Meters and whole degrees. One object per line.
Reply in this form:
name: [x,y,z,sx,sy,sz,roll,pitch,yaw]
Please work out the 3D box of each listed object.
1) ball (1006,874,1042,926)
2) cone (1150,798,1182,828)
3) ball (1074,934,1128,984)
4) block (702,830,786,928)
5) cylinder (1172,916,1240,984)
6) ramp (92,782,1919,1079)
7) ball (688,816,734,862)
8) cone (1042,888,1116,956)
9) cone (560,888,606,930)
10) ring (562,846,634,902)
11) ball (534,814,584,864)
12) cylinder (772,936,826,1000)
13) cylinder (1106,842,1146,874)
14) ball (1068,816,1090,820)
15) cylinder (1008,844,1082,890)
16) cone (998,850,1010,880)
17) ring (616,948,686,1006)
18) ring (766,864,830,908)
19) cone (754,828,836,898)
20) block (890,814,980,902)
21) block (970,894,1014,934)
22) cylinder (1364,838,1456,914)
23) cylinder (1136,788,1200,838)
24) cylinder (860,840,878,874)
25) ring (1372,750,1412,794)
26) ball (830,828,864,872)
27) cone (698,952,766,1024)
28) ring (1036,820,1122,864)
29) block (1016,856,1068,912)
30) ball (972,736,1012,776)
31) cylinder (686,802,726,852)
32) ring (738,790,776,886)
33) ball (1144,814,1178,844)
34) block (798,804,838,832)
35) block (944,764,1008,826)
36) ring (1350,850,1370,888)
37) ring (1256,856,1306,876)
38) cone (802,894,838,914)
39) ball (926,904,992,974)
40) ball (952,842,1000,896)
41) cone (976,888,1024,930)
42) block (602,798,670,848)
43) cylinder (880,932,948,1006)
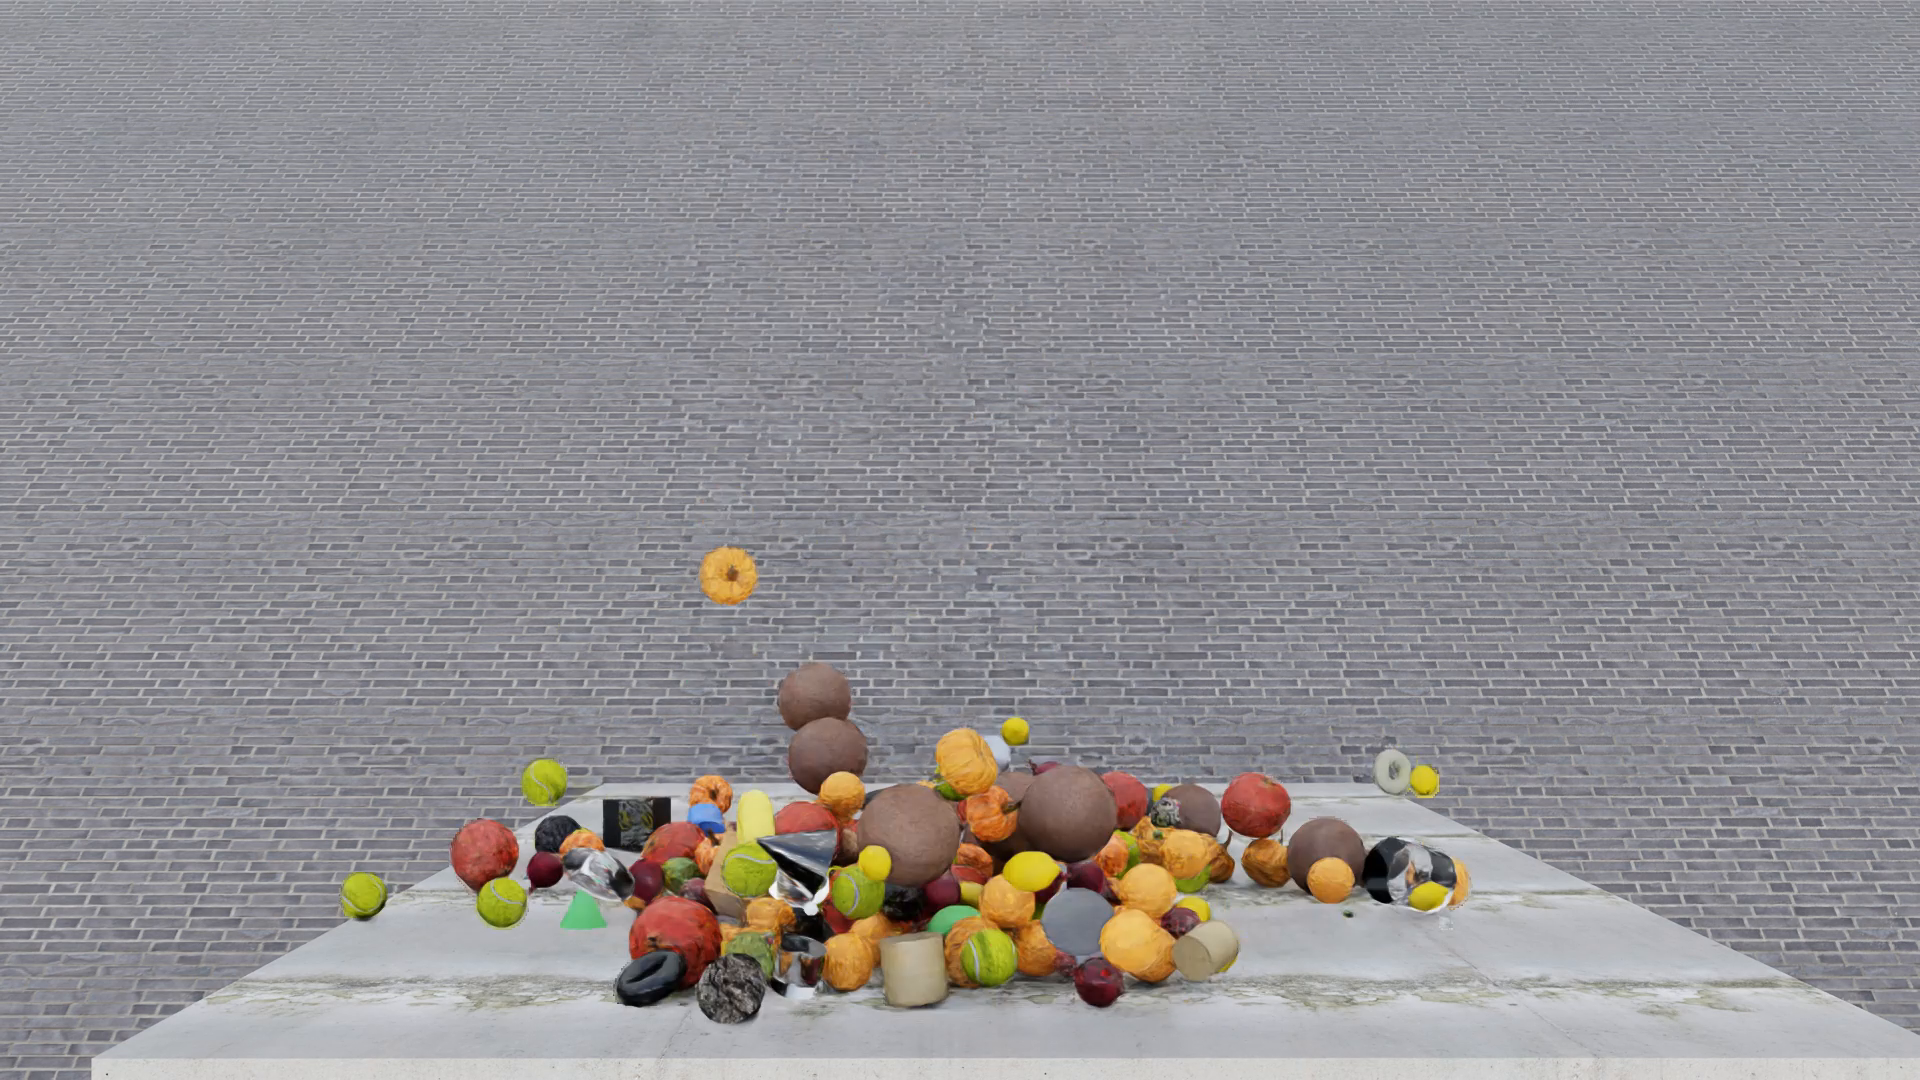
ball: [0.107,0.533,3.874,0.083,0.083,0.083,0,33,0]
cone: [0.326,0.426,3.975,0.050,0.050,0.050,-19,25,-27]
ball: [0.177,0.521,3.243,0.068,0.068,0.068,0,33,0]
block: [-0.307,0.500,3.817,0.095,0.095,0.095,12,62,17]
cylinder: [0.306,0.511,3.235,0.060,0.060,0.060,27,43,34]
ramp: [0.074,0.643,4.764,2.000,0.100,4.000,0,-1,0]
ball: [-0.460,0.551,4.799,0.087,0.087,0.087,0,33,0]
cone: [0.142,0.481,3.136,0.089,0.089,0.089,0,56,0]
cone: [-0.561,0.540,3.862,0.070,0.070,0.070,0,-1,0]
ring: [-0.501,0.464,3.595,0.109,0.109,0.036,15,58,21]
ball: [-0.736,0.548,4.756,0.090,0.090,0.090,0,33,0]
cylinder: [-0.194,0.513,3.115,0.057,0.057,0.057,12,16,-3]
cylinder: [0.294,0.563,4.597,0.052,0.052,0.052,20,7,27]
ball: [0.229,0.563,4.987,0.068,0.068,0.068,0,33,0]
cylinder: [0.135,0.533,4.109,0.093,0.093,0.093,12,3,18]
cone: [0.072,0.561,4.490,0.052,0.052,0.052,0,-2,0]
ring: [-0.374,0.530,3.142,0.094,0.031,0.094,-24,20,9]
ring: [-0.220,0.464,3.511,0.088,0.029,0.088,10,30,-6]
cone: [-0.214,0.386,3.222,0.092,0.092,0.092,22,31,-13]
block: [-0.038,0.498,4.058,0.083,0.083,0.083,-24,70,-42]
block: [0.048,0.547,3.796,0.052,0.052,0.052,0,-2,17]
cylinder: [0.690,0.514,3.977,0.100,0.100,0.100,18,19,-38]
cylinder: [0.422,0.553,5.251,0.099,0.099,0.099,0,31,25]
cylinder: [-0.136,0.550,4.507,0.057,0.057,0.057,-2,31,22]
ring: [0.811,0.435,4.863,0.086,0.086,0.029,-23,1,-31]
ball: [-0.187,0.489,4.086,0.069,0.069,0.069,0,33,0]
cone: [-0.251,0.539,3.036,0.086,0.086,0.086,-9,59,15]
ring: [0.203,0.513,4.404,0.149,0.050,0.149,-5,10,1]
block: [0.113,0.477,3.575,0.052,0.052,0.052,17,50,-17]
ball: [0.057,0.391,4.705,0.073,0.073,0.073,0,33,0]
cylinder: [-0.420,0.476,4.297,0.060,0.060,0.060,-6,25,-10]
ring: [-0.291,0.426,3.709,0.046,0.137,0.137,-3,33,-10]
ball: [0.397,0.567,5.119,0.067,0.067,0.067,0,33,0]
block: [-0.271,0.551,4.965,0.065,0.065,0.065,0,40,-10]
block: [0.031,0.501,5.116,0.091,0.091,0.091,44,83,6]
ring: [0.709,0.542,4.300,0.127,0.127,0.042,-3,60,-5]
ring: [0.566,0.575,4.567,0.087,0.029,0.087,0,0,0]
cone: [-0.210,0.532,3.894,0.054,0.054,0.054,0,76,0]
ball: [-0.002,0.521,3.388,0.089,0.089,0.089,0,33,0]
ball: [0.022,0.539,4.255,0.087,0.087,0.087,0,33,0]
cone: [0.046,0.497,3.586,0.063,0.063,0.063,36,23,-25]
block: [-0.627,0.548,5.035,0.091,0.091,0.091,-6,-7,36]
cylinder: [-0.055,0.517,3.126,0.076,0.076,0.076,-7,-1,0]
